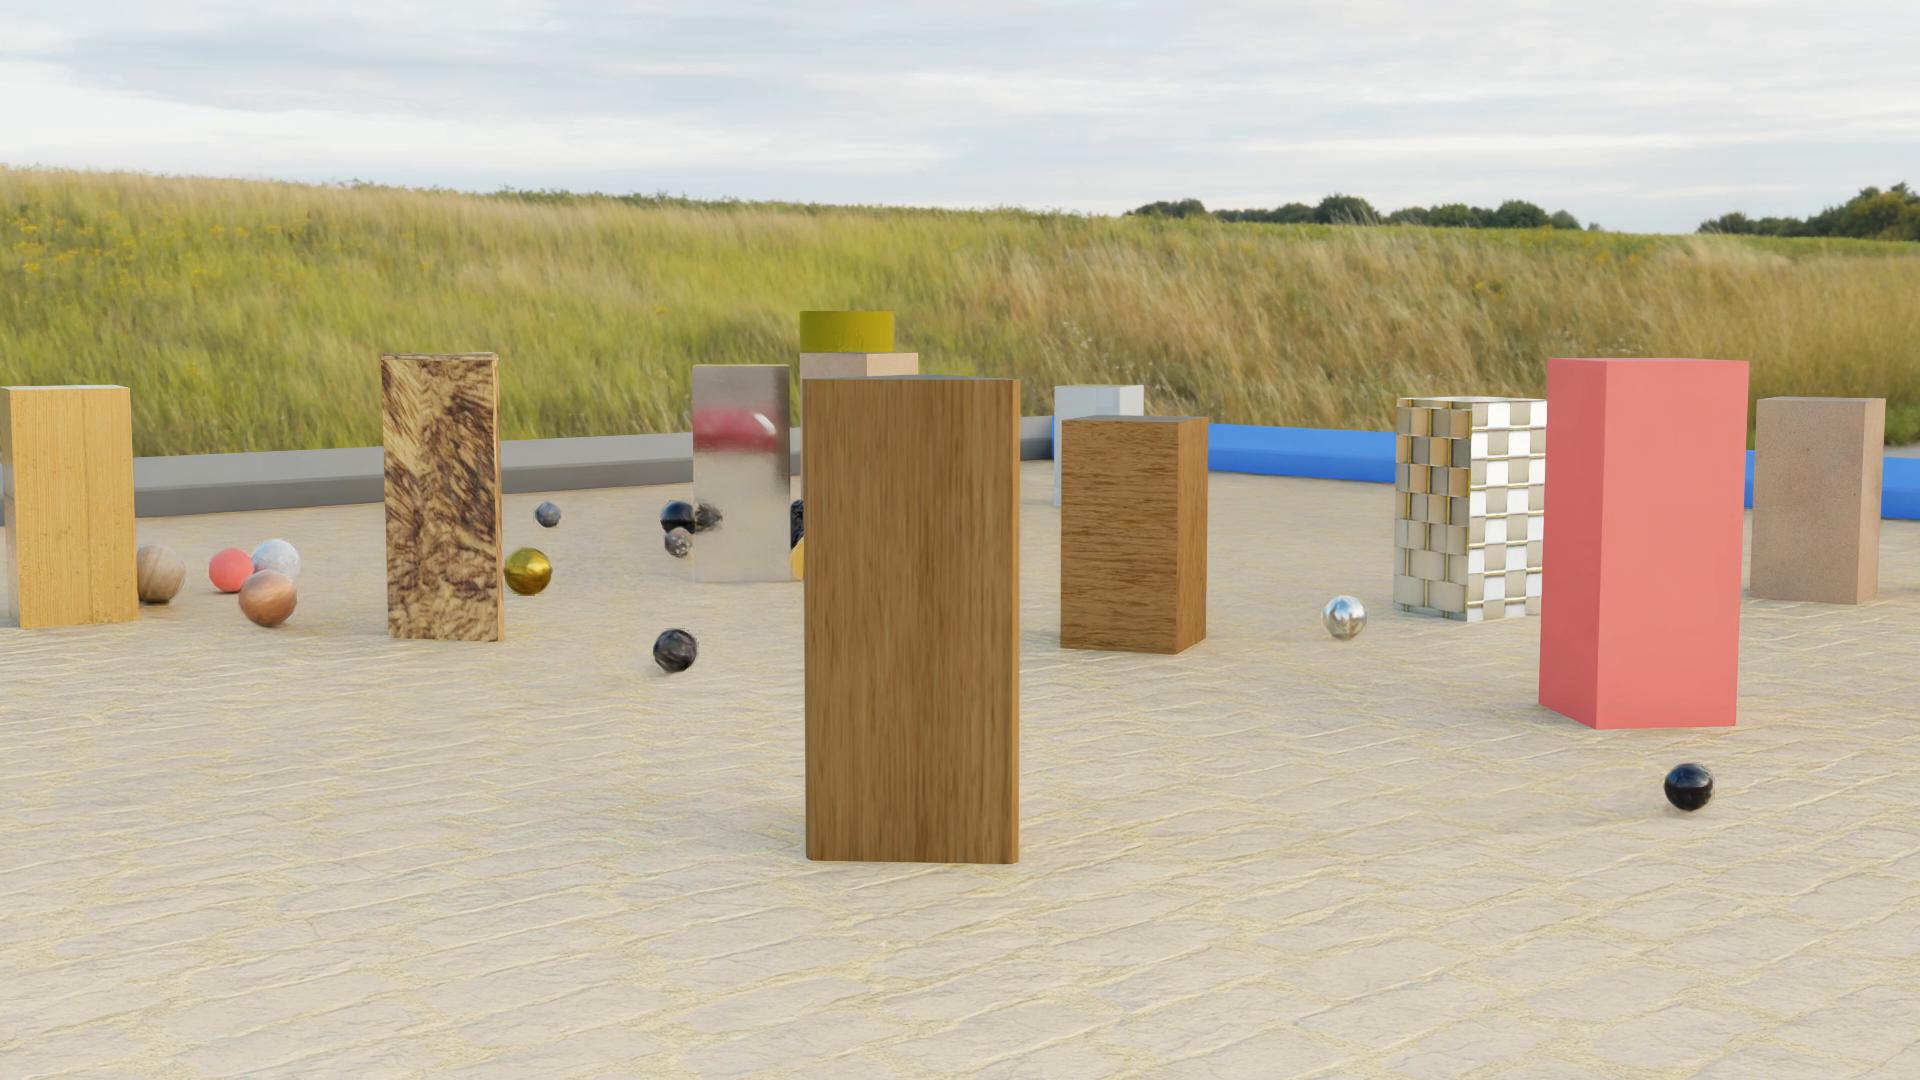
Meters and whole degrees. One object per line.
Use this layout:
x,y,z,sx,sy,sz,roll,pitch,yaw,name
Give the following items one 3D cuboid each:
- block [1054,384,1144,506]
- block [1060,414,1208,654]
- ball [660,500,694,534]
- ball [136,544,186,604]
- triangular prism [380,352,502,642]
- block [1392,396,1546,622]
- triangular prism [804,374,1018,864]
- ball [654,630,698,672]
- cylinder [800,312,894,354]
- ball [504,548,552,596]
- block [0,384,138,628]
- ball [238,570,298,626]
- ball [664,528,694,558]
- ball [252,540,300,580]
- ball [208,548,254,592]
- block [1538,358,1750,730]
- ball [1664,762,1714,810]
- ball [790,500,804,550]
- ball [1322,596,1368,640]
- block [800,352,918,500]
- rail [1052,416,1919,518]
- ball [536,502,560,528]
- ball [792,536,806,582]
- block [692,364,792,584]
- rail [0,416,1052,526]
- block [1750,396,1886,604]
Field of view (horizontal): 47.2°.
0.319,-0.218,5.049,0.157,0.273,0.157,3,7,24,block
0.234,-0.012,2.937,0.157,0.301,0.157,2,6,20,block
-0.546,-0.039,4.292,0.075,0.075,0.075,0,6,0,ball
-1.225,0.051,3.343,0.092,0.092,0.092,0,6,0,ball
-0.681,-0.064,3.035,0.170,0.386,0.148,2,6,14,triangular prism
0.754,-0.050,3.239,0.157,0.315,0.157,-4,7,-31,block
-0.034,0.059,1.836,0.170,0.390,0.148,0,6,4,triangular prism
-0.351,0.137,2.710,0.054,0.054,0.054,0,6,0,ball
-0.233,-0.253,4.566,0.197,0.442,0.197,0,6,0,cylinder
-0.677,0.049,3.445,0.075,0.075,0.075,0,6,0,ball
-1.287,-0.053,3.175,0.157,0.334,0.157,-3,7,-29,block
-0.978,0.082,3.109,0.079,0.079,0.079,0,6,0,ball
-0.508,0.004,3.977,0.053,0.053,0.053,0,6,0,ball
-1.103,0.038,3.545,0.076,0.076,0.076,0,6,0,ball
-1.155,0.048,3.486,0.069,0.069,0.069,0,6,0,ball
0.745,-0.002,2.410,0.157,0.391,0.157,-1,6,-7,block
0.650,0.220,1.963,0.043,0.043,0.043,0,6,0,ball
-0.285,-0.025,4.044,0.098,0.098,0.098,0,6,0,ball
0.522,0.105,2.978,0.060,0.060,0.060,0,6,0,ball
-0.188,-0.167,4.118,0.157,0.365,0.157,4,7,35,block
1.770,-0.137,4.957,0.045,0.128,4.458,-5,8,-42,rail
-0.848,-0.052,4.524,0.052,0.052,0.052,0,6,0,ball
-0.232,0.031,3.572,0.085,0.085,0.085,0,6,0,ball
-0.363,-0.114,3.665,0.157,0.353,0.157,-1,6,-5,block
-1.496,-0.135,4.944,4.865,0.128,0.045,-5,8,-42,rail
1.336,-0.066,3.425,0.157,0.307,0.157,4,7,33,block
